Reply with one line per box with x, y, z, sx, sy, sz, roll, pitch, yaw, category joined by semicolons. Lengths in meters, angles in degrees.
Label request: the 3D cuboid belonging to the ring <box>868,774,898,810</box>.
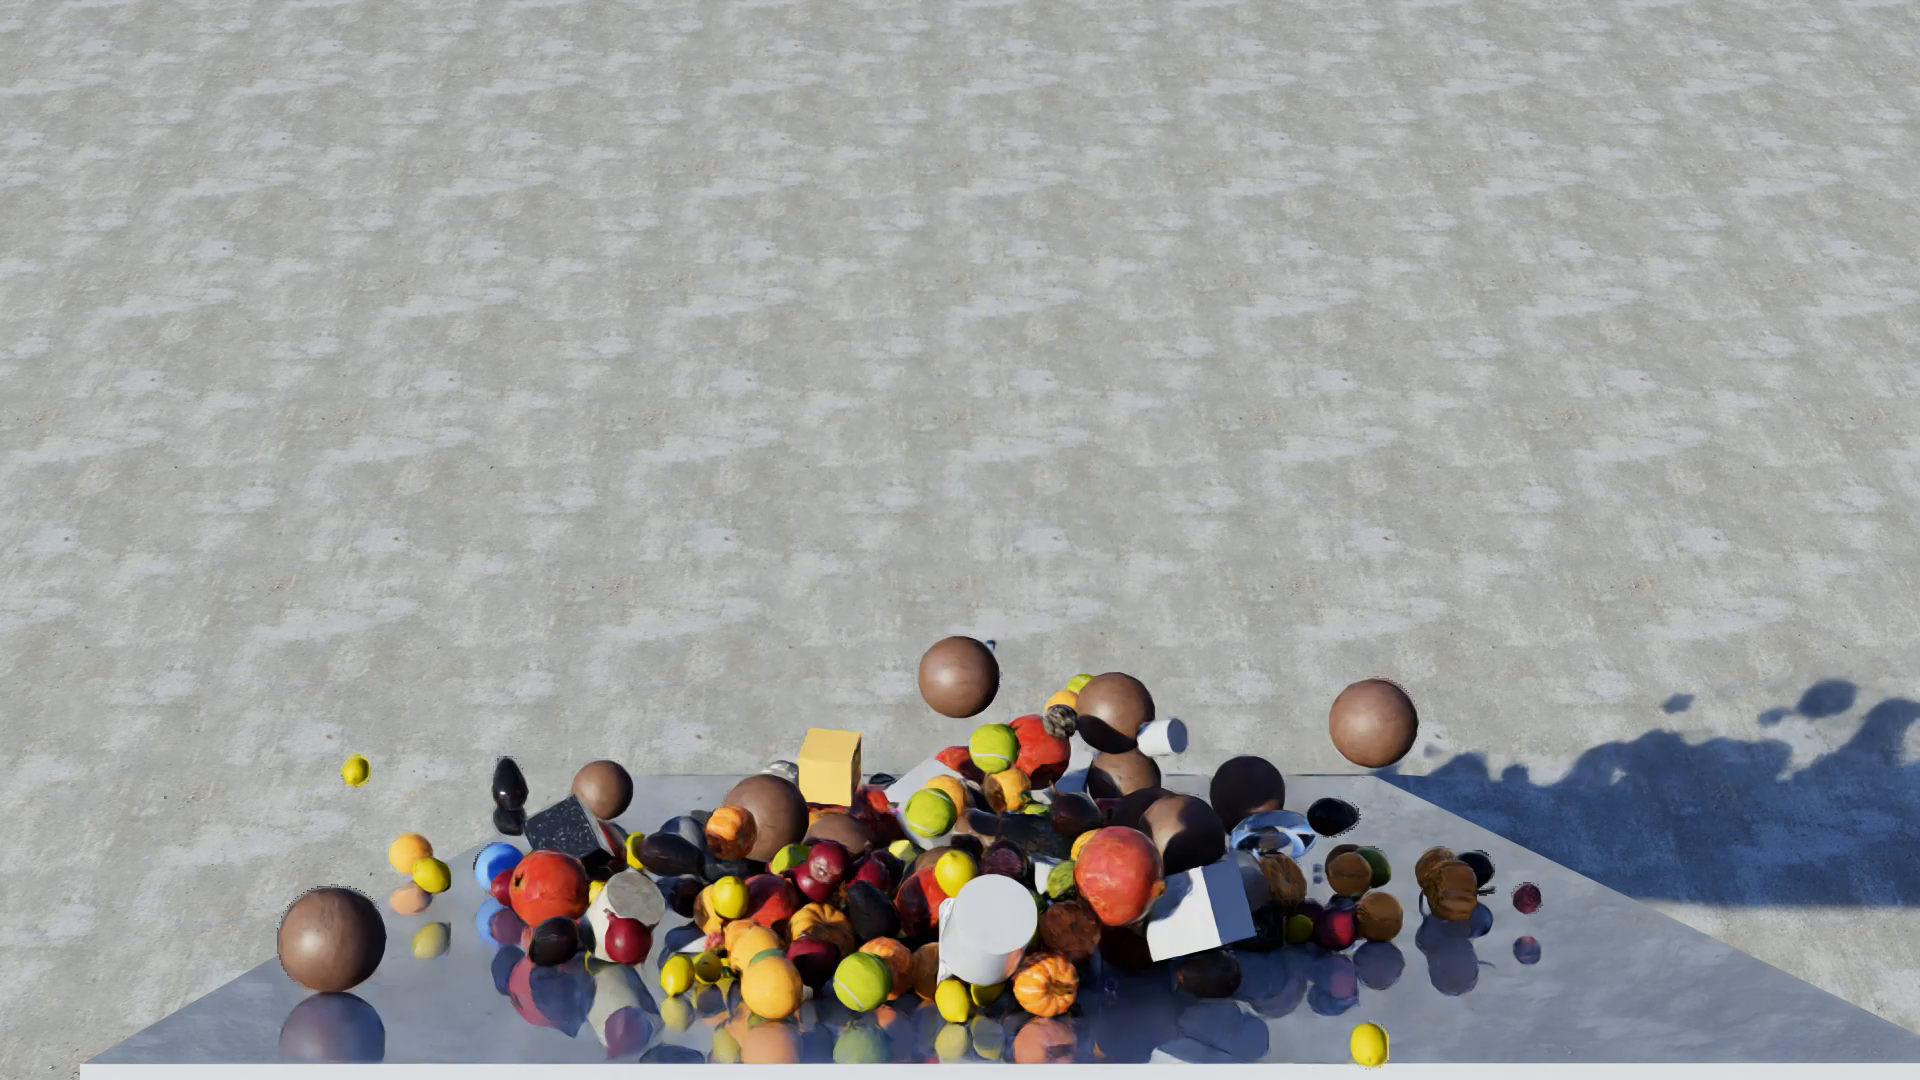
-0.143;0.486;5.004;0.079;0.079;0.026;21;36;29;ring

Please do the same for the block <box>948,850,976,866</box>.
0.011;0.548;4.656;0.065;0.065;0.065;0;-1;14;block

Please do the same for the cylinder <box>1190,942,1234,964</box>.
0.316;0.514;3.425;0.069;0.069;0.069;-25;45;27;cylinder

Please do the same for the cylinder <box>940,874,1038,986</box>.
0.033;0.447;2.970;0.097;0.097;0.097;5;58;-8;cylinder

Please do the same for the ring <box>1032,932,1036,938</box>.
0.068;0.534;3.581;0.080;0.080;0.027;-1;48;-2;ring

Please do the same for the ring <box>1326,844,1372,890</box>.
0.638;0.536;4.255;0.077;0.077;0.026;-1;-7;-1;ring

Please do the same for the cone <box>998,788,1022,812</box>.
0.109;0.489;4.695;0.071;0.071;0.071;16;-6;24;cone

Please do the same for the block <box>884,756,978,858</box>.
-0.038;0.393;3.816;0.090;0.090;0.090;-36;33;-21;block

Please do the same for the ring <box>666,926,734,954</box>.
-0.358;0.548;3.562;0.094;0.031;0.094;0;-3;0;ring

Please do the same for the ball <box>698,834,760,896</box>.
-0.372;0.524;4.186;0.099;0.099;0.099;0;32;0;ball

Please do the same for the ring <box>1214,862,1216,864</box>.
0.344;0.484;3.602;0.113;0.113;0.038;-28;70;-36;ring

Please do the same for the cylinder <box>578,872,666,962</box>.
-0.448;0.500;3.439;0.086;0.086;0.086;24;36;-19;cylinder

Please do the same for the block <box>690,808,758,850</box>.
-0.429;0.535;4.711;0.090;0.090;0.090;1;-2;-31;block

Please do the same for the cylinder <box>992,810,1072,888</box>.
0.097;0.419;3.513;0.092;0.092;0.092;11;32;-5;cylinder

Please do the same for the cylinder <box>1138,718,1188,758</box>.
0.309;0.301;3.950;0.055;0.055;0.055;-12;21;38;cylinder

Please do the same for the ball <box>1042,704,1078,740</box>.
0.148;0.266;3.805;0.052;0.052;0.052;0;32;0;ball

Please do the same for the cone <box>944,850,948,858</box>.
-0.076;0.505;4.159;0.080;0.080;0.080;31;13;39;cone

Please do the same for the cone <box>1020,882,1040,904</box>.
0.079;0.505;3.526;0.072;0.072;0.072;7;-11;1;cone

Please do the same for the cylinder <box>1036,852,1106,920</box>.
0.158;0.505;3.777;0.084;0.084;0.084;18;70;26;cylinder

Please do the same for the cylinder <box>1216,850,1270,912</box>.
0.375;0.458;3.468;0.065;0.065;0.065;-4;15;-6;cylinder

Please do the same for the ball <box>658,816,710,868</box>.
-0.436;0.475;4.089;0.081;0.081;0.081;0;32;0;ball

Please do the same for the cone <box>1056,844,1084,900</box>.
0.152;0.478;3.640;0.077;0.077;0.077;-37;14;11;cone

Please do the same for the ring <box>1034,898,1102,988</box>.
0.134;0.505;3.245;0.041;0.122;0.122;-25;39;-22;ring

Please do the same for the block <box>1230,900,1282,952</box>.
0.406;0.533;3.585;0.064;0.064;0.064;0;-1;22;block

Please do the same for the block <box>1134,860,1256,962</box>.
0.284;0.447;3.132;0.095;0.095;0.095;-20;-10;31;block

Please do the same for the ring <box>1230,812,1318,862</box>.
0.508;0.480;4.195;0.143;0.048;0.143;-9;16;2;ring

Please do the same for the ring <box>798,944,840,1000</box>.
-0.171;0.525;3.154;0.025;0.075;0.075;31;39;7;ring

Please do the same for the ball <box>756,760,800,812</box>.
-0.326;0.449;4.737;0.092;0.092;0.092;0;32;0;ball

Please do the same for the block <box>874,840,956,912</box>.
-0.068;0.517;3.988;0.077;0.077;0.077;-1;53;35;block

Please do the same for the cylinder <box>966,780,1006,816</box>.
0.023;0.476;4.462;0.095;0.095;0.095;-17;52;24;cylinder

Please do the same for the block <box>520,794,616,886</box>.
-0.598;0.459;3.957;0.093;0.093;0.093;-29;72;-3;block

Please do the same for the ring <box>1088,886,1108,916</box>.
0.181;0.542;3.888;0.087;0.087;0.029;-6;59;-9;ring

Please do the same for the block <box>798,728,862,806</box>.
-0.214;0.374;4.273;0.087;0.087;0.087;5;32;8;block

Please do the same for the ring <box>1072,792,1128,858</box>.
0.253;0.519;4.731;0.046;0.139;0.139;37;46;24;ring

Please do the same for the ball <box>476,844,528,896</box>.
-0.740;0.532;4.184;0.083;0.083;0.083;0;32;0;ball

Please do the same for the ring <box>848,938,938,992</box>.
-0.073;0.533;3.252;0.136;0.045;0.136;-6;6;1;ring

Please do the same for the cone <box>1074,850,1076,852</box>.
0.139;0.536;4.246;0.087;0.087;0.087;-7;33;-16;cone

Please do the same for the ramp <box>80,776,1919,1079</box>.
0.072;0.632;4.731;2.000;0.100;4.000;0;-1;0;ramp

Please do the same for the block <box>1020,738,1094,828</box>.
0.171;0.428;4.553;0.100;0.100;0.100;15;56;8;block

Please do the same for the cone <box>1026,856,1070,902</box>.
0.108;0.435;3.289;0.057;0.057;0.057;8;3;0;cone

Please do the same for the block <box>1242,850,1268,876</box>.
0.438;0.521;4.014;0.051;0.051;0.051;-20;45;-35;block

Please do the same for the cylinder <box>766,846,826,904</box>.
-0.254;0.516;3.994;0.069;0.069;0.069;-19;37;-22;cylinder

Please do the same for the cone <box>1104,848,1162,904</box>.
0.259;0.495;3.649;0.086;0.086;0.086;-17;44;17;cone
